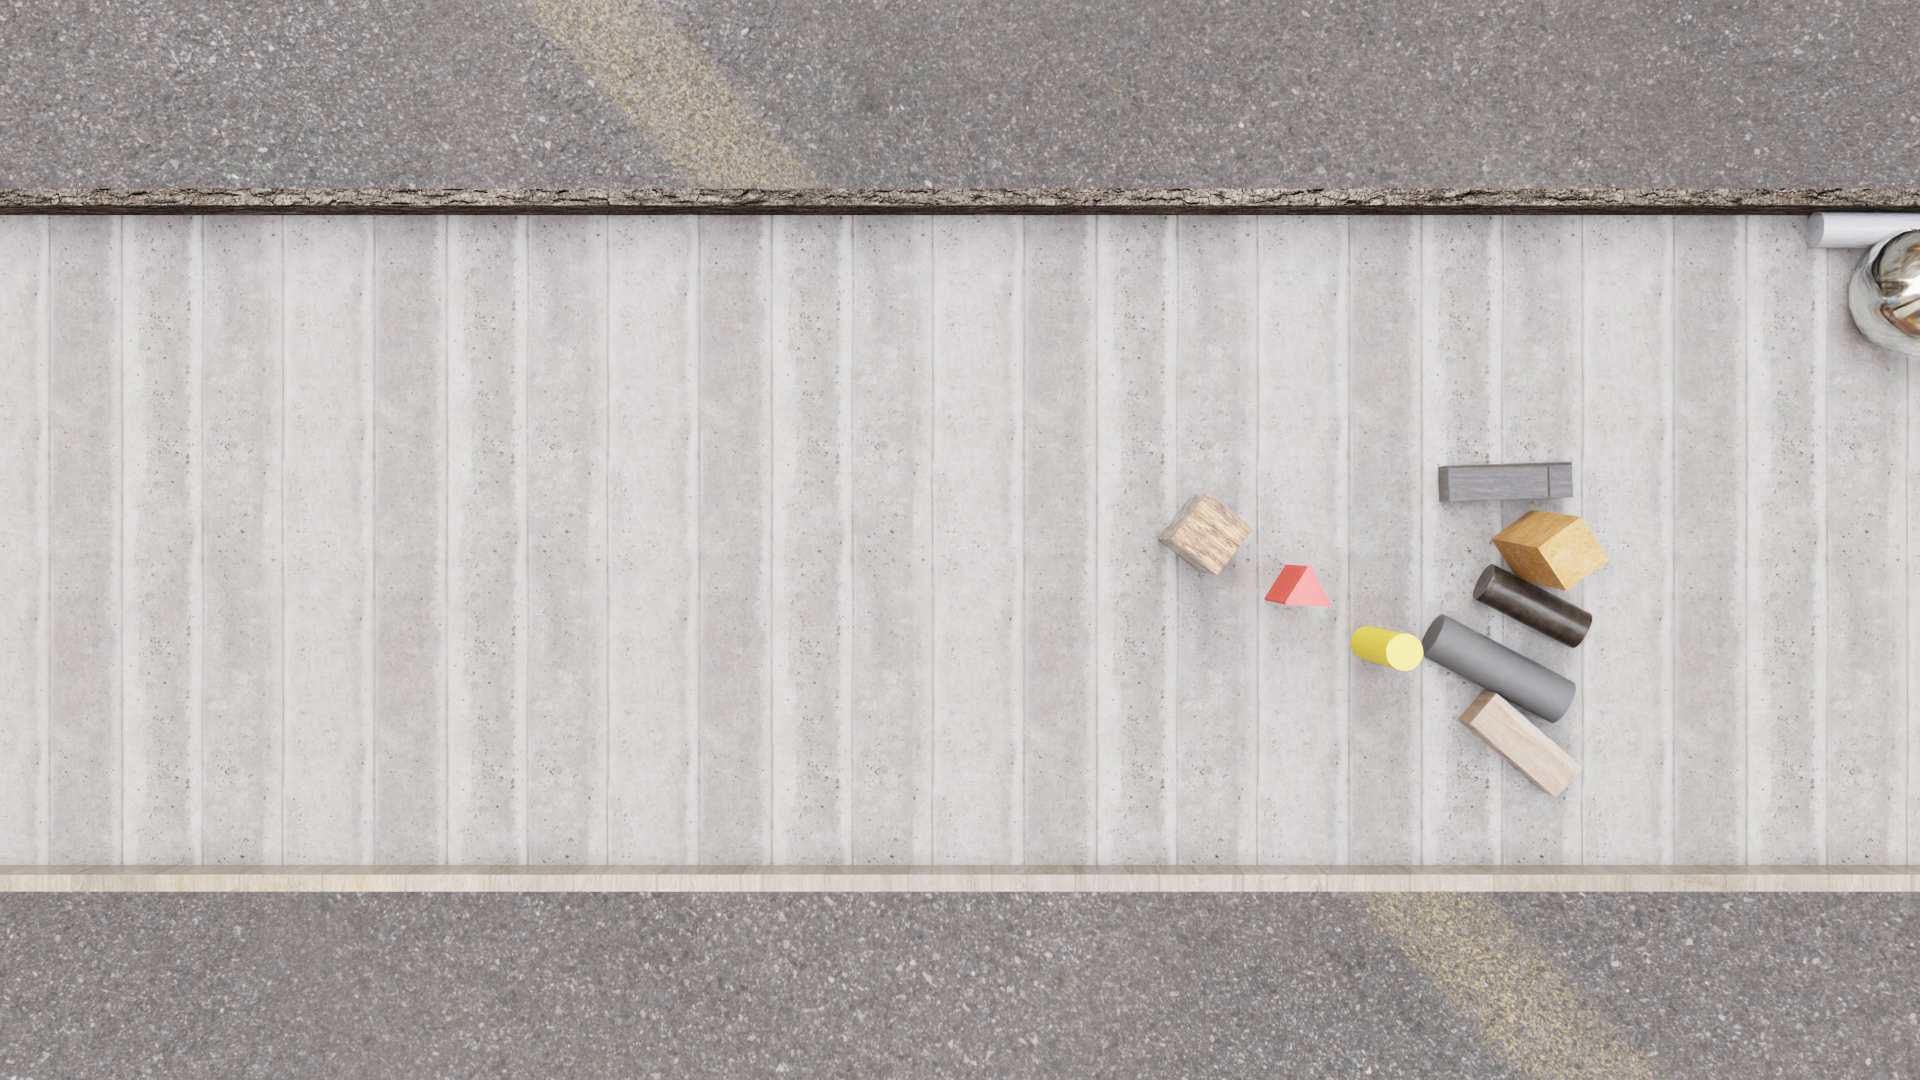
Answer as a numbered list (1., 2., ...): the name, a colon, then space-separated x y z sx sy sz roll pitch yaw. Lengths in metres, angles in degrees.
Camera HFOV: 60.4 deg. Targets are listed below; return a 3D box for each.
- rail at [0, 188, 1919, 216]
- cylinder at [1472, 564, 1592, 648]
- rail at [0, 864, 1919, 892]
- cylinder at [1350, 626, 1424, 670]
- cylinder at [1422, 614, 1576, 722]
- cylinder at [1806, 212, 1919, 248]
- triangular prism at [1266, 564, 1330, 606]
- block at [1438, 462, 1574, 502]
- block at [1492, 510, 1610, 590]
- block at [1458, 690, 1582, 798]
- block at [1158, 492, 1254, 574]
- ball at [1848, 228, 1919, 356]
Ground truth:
1. rail: -2.247 -1.025 5.002 12.000 0.150 0.050 0 90 0
2. cylinder: 1.740 0.201 5.017 0.331 0.120 0.120 27 90 0
3. rail: -2.247 1.025 5.001 12.000 0.150 0.050 0 90 0
4. cylinder: 1.255 0.317 4.866 0.105 0.421 0.105 0 90 0
5. cylinder: 1.630 0.390 5.006 0.446 0.141 0.141 28 90 0
6. cylinder: 2.777 -0.944 5.022 0.346 0.109 0.109 1 90 0
7. triangular prism: 1.005 0.130 4.913 0.129 0.327 0.112 3 90 0
8. block: 1.659 -0.176 5.022 0.373 0.108 0.108 -2 90 0
9. block: 1.745 0.027 4.892 0.153 0.357 0.153 -35 95 0
10. block: 1.702 0.617 5.016 0.342 0.122 0.122 41 90 0
11. block: 0.724 -0.018 4.906 0.168 0.341 0.168 38 90 0
12. ball: 2.847 -0.735 4.889 0.375 0.375 0.375 0 90 0
